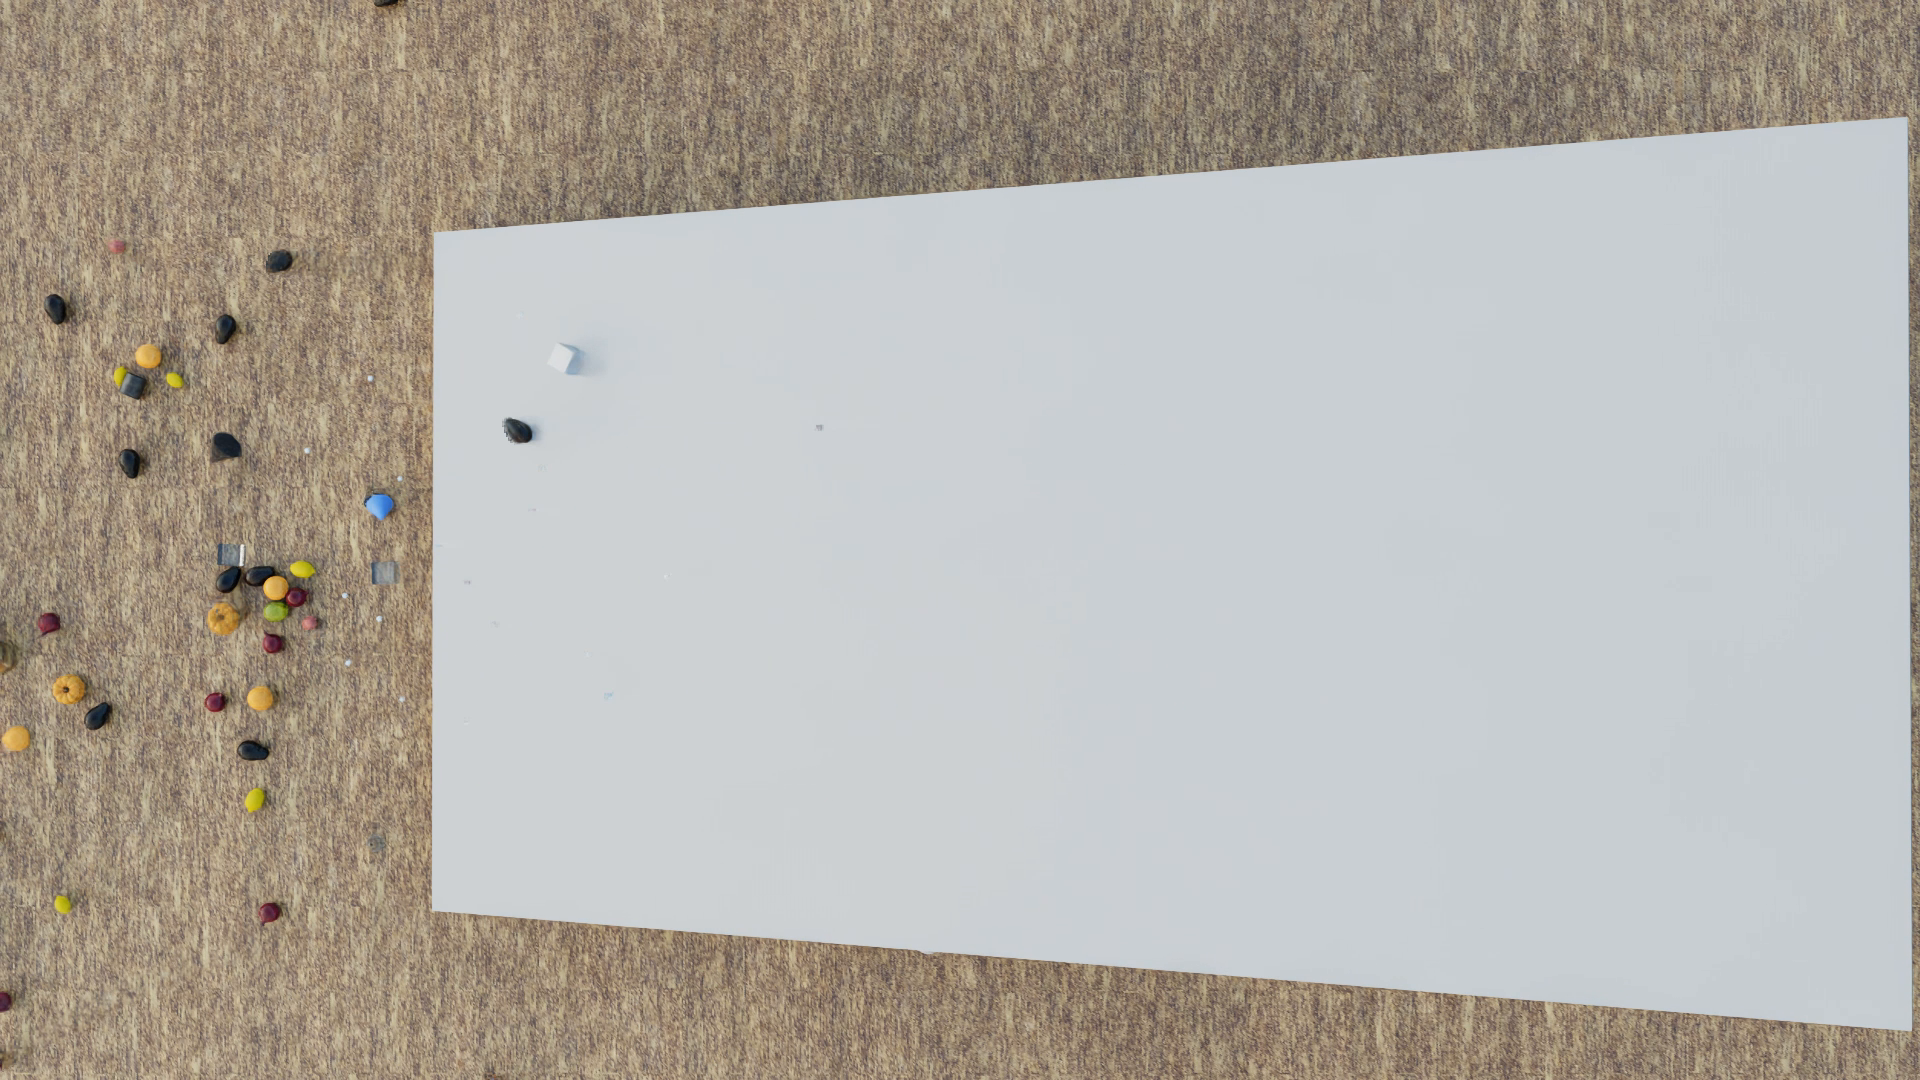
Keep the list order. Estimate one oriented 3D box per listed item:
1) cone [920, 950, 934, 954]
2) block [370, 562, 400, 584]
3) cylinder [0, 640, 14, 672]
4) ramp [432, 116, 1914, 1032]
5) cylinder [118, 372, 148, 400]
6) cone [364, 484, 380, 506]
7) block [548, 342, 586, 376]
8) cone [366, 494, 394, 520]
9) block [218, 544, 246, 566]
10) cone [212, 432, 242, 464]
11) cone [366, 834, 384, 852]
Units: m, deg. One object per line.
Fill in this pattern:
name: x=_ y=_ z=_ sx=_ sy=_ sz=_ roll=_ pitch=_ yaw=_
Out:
cone: x=-0.093 y=1.195 z=6.522 sx=0.084 sy=0.084 sz=0.084 roll=0 pitch=89 yaw=0
block: x=-1.709 y=0.098 z=6.544 sx=0.067 sy=0.067 sz=0.067 roll=-2 pitch=89 yaw=0
cylinder: x=-2.876 y=0.355 z=6.527 sx=0.094 sy=0.094 sz=0.094 roll=-27 pitch=89 yaw=0
ramp: x=0.282 y=0.082 z=5.694 sx=4.000 sy=0.100 sz=2.000 roll=0 pitch=89 yaw=25
cylinder: x=-2.464 y=-0.459 z=6.552 sx=0.063 sy=0.063 sz=0.063 roll=29 pitch=79 yaw=0
cone: x=-1.759 y=-0.142 z=6.565 sx=0.066 sy=0.066 sz=0.066 roll=-31 pitch=63 yaw=0
block: x=-1.117 y=-0.515 z=6.256 sx=0.065 sy=0.065 sz=0.065 roll=31 pitch=102 yaw=22
cone: x=-1.718 y=-0.081 z=6.524 sx=0.078 sy=0.078 sz=0.078 roll=-10 pitch=131 yaw=-12
block: x=-2.167 y=0.044 z=6.546 sx=0.064 sy=0.064 sz=0.064 roll=4 pitch=89 yaw=0
cone: x=-2.209 y=-0.255 z=6.560 sx=0.092 sy=0.092 sz=0.092 roll=-40 pitch=89 yaw=26
cone: x=-1.747 y=0.904 z=6.540 sx=0.055 sy=0.055 sz=0.055 roll=0 pitch=89 yaw=0
